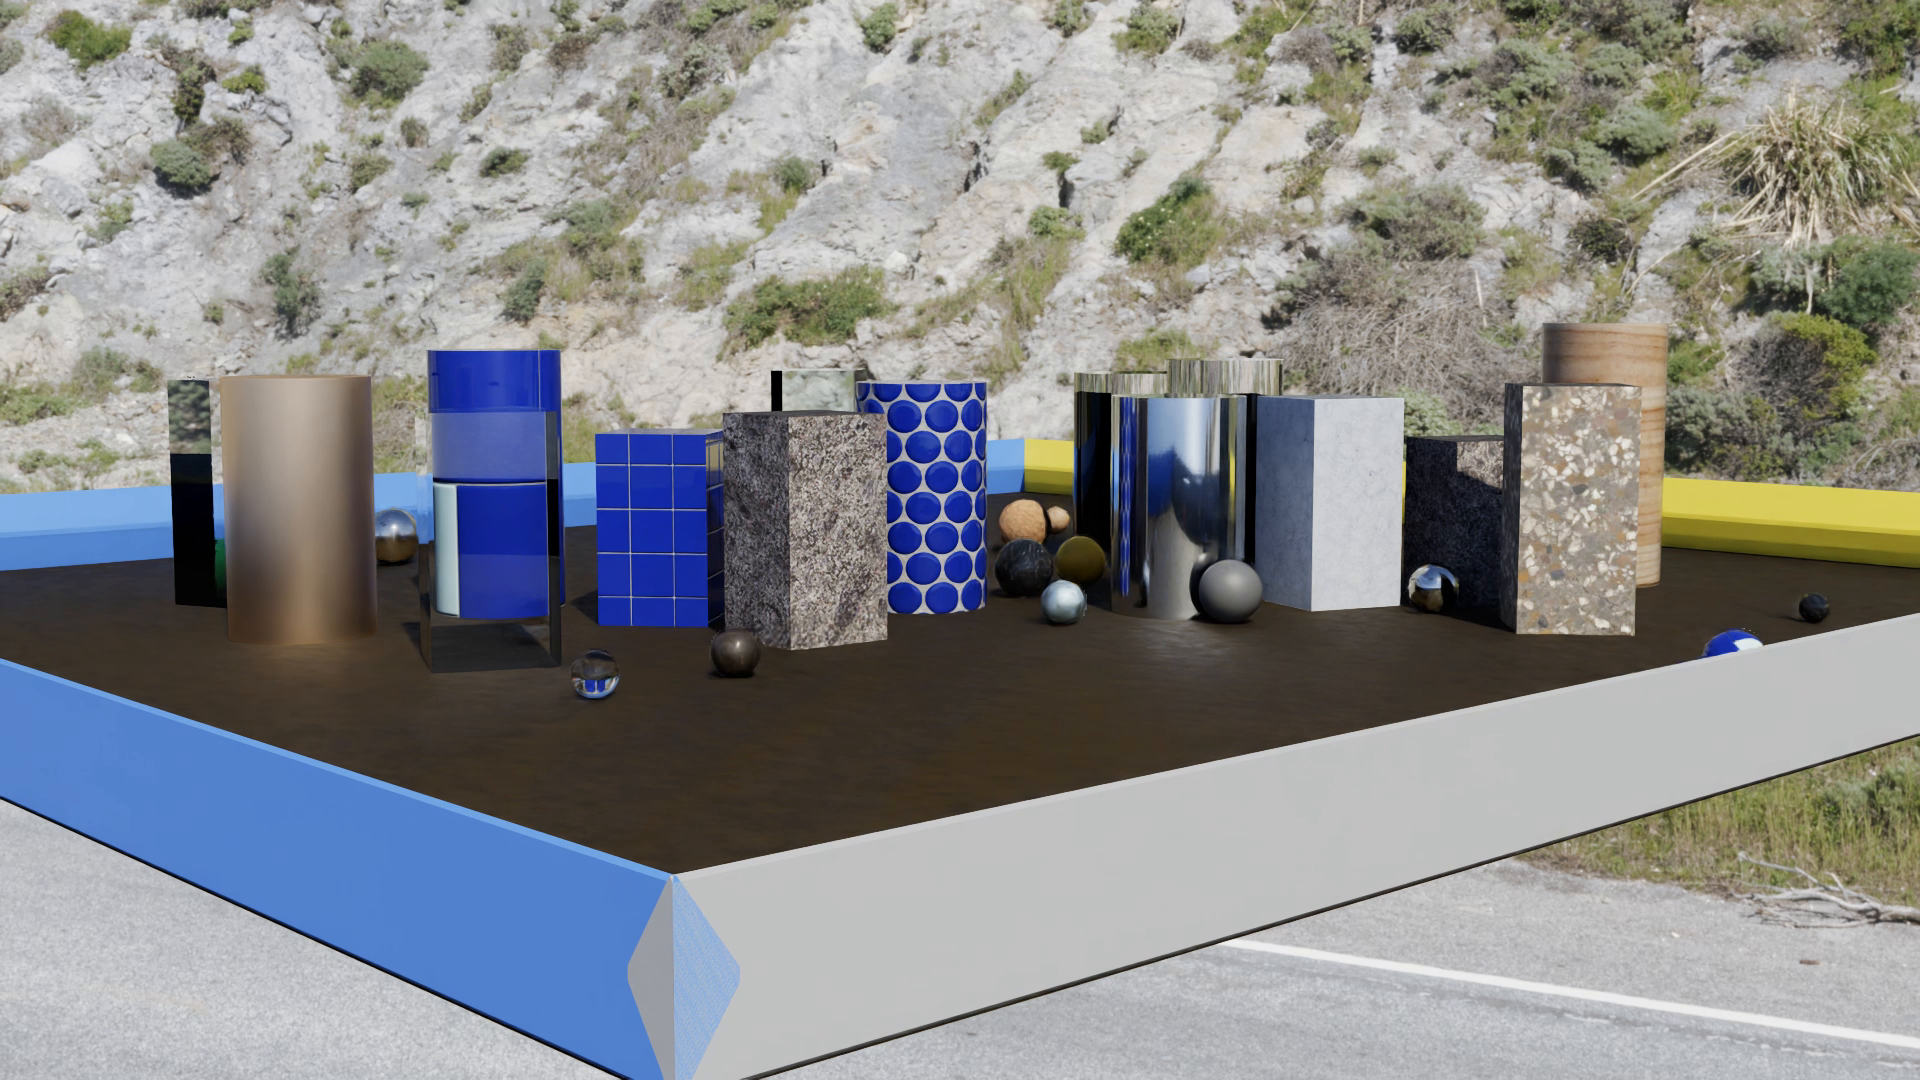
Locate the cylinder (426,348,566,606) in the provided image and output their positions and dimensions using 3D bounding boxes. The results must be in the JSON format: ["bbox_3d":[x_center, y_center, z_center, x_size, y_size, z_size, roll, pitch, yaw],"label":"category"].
[{"bbox_3d":[-0.699,-0.094,3.320,0.199,0.386,0.199,0,6,0],"label":"cylinder"}]

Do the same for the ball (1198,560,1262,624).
[{"bbox_3d":[0.387,0.073,3.144,0.091,0.091,0.091,0,6,0],"label":"ball"}]

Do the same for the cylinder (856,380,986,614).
[{"bbox_3d":[-0.059,-0.070,3.323,0.199,0.338,0.199,0,6,0],"label":"cylinder"}]

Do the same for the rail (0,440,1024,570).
[{"bbox_3d":[-0.963,-0.075,4.370,3.100,0.129,0.045,-5,8,-42],"label":"rail"}]

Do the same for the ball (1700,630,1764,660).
[{"bbox_3d":[0.899,0.143,2.552,0.076,0.076,0.076,0,6,0],"label":"ball"}]

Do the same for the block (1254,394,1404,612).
[{"bbox_3d":[0.562,-0.061,3.357,0.159,0.314,0.159,-3,7,-24],"label":"block"}]

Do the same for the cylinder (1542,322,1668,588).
[{"bbox_3d":[1.053,-0.143,3.612,0.199,0.424,0.199,0,6,0],"label":"cylinder"}]

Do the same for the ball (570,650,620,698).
[{"bbox_3d":[-0.420,0.155,2.531,0.055,0.055,0.055,0,6,0],"label":"ball"}]

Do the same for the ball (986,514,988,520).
[{"bbox_3d":[0.031,-0.047,4.498,0.050,0.050,0.050,0,6,0],"label":"ball"}]

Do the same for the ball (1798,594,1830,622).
[{"bbox_3d":[1.224,0.097,3.151,0.042,0.042,0.042,0,6,0],"label":"ball"}]

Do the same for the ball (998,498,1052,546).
[{"bbox_3d":[0.119,-0.026,4.057,0.099,0.099,0.099,0,6,0],"label":"ball"}]

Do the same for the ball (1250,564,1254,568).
[{"bbox_3d":[0.459,0.062,3.460,0.047,0.047,0.047,0,6,0],"label":"ball"}]

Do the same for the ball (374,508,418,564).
[{"bbox_3d":[-0.998,-0.006,3.871,0.098,0.098,0.098,0,6,0],"label":"ball"}]

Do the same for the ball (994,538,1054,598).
[{"bbox_3d":[0.099,0.043,3.430,0.092,0.092,0.092,0,6,0],"label":"ball"}]

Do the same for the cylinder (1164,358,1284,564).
[{"bbox_3d":[0.440,-0.120,3.681,0.199,0.364,0.199,0,6,0],"label":"cylinder"}]

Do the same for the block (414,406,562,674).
[{"bbox_3d":[-0.600,-0.005,2.791,0.159,0.320,0.159,-2,6,-18],"label":"block"}]

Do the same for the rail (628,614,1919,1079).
[{"bbox_3d":[0.963,0.142,2.294,3.100,0.129,0.045,-5,8,-42],"label":"rail"}]

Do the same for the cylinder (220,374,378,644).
[{"bbox_3d":[-0.906,-0.047,3.019,0.199,0.355,0.199,0,6,0],"label":"cylinder"}]

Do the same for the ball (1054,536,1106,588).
[{"bbox_3d":[0.194,0.035,3.547,0.083,0.083,0.083,0,6,0],"label":"ball"}]

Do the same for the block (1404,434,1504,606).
[{"bbox_3d":[0.799,-0.034,3.409,0.159,0.248,0.159,-2,6,-17],"label":"block"}]

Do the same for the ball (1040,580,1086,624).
[{"bbox_3d":[0.146,0.089,3.130,0.063,0.063,0.063,0,6,0],"label":"ball"}]

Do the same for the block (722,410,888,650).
[{"bbox_3d":[-0.210,-0.019,2.985,0.159,0.307,0.159,-5,8,-39],"label":"block"}]

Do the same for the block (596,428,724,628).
[{"bbox_3d":[-0.425,-0.021,3.179,0.159,0.272,0.159,1,6,7],"label":"block"}]

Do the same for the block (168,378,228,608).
[{"bbox_3d":[-1.088,-0.076,3.365,0.159,0.341,0.159,3,7,25],"label":"block"}]

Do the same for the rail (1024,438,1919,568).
[{"bbox_3d":[1.122,-0.074,4.361,0.045,0.129,2.888,-5,8,-42],"label":"rail"}]

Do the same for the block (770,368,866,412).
[{"bbox_3d":[-0.272,-0.165,4.273,0.159,0.331,0.159,1,6,7],"label":"block"}]

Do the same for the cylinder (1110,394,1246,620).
[{"bbox_3d":[0.323,-0.054,3.262,0.199,0.320,0.199,0,6,0],"label":"cylinder"}]

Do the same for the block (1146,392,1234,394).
[{"bbox_3d":[0.425,-0.128,4.114,0.159,0.291,0.159,1,6,11],"label":"block"}]

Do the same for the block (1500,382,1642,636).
[{"bbox_3d":[0.856,-0.048,3.096,0.159,0.341,0.159,1,6,5],"label":"block"}]

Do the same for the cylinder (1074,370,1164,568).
[{"bbox_3d":[0.300,-0.129,3.899,0.199,0.336,0.199,0,6,0],"label":"cylinder"}]

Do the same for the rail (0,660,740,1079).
[{"bbox_3d":[-1.122,0.141,2.302,0.045,0.129,2.888,-5,8,-42],"label":"rail"}]

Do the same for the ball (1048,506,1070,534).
[{"bbox_3d":[0.193,-0.040,4.407,0.054,0.054,0.054,0,6,0],"label":"ball"}]

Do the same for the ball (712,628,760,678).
[{"bbox_3d":[-0.273,0.137,2.681,0.060,0.060,0.060,0,6,0],"label":"ball"}]

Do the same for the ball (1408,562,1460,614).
[{"bbox_3d":[0.698,0.071,3.240,0.075,0.075,0.075,0,6,0],"label":"ball"}]
